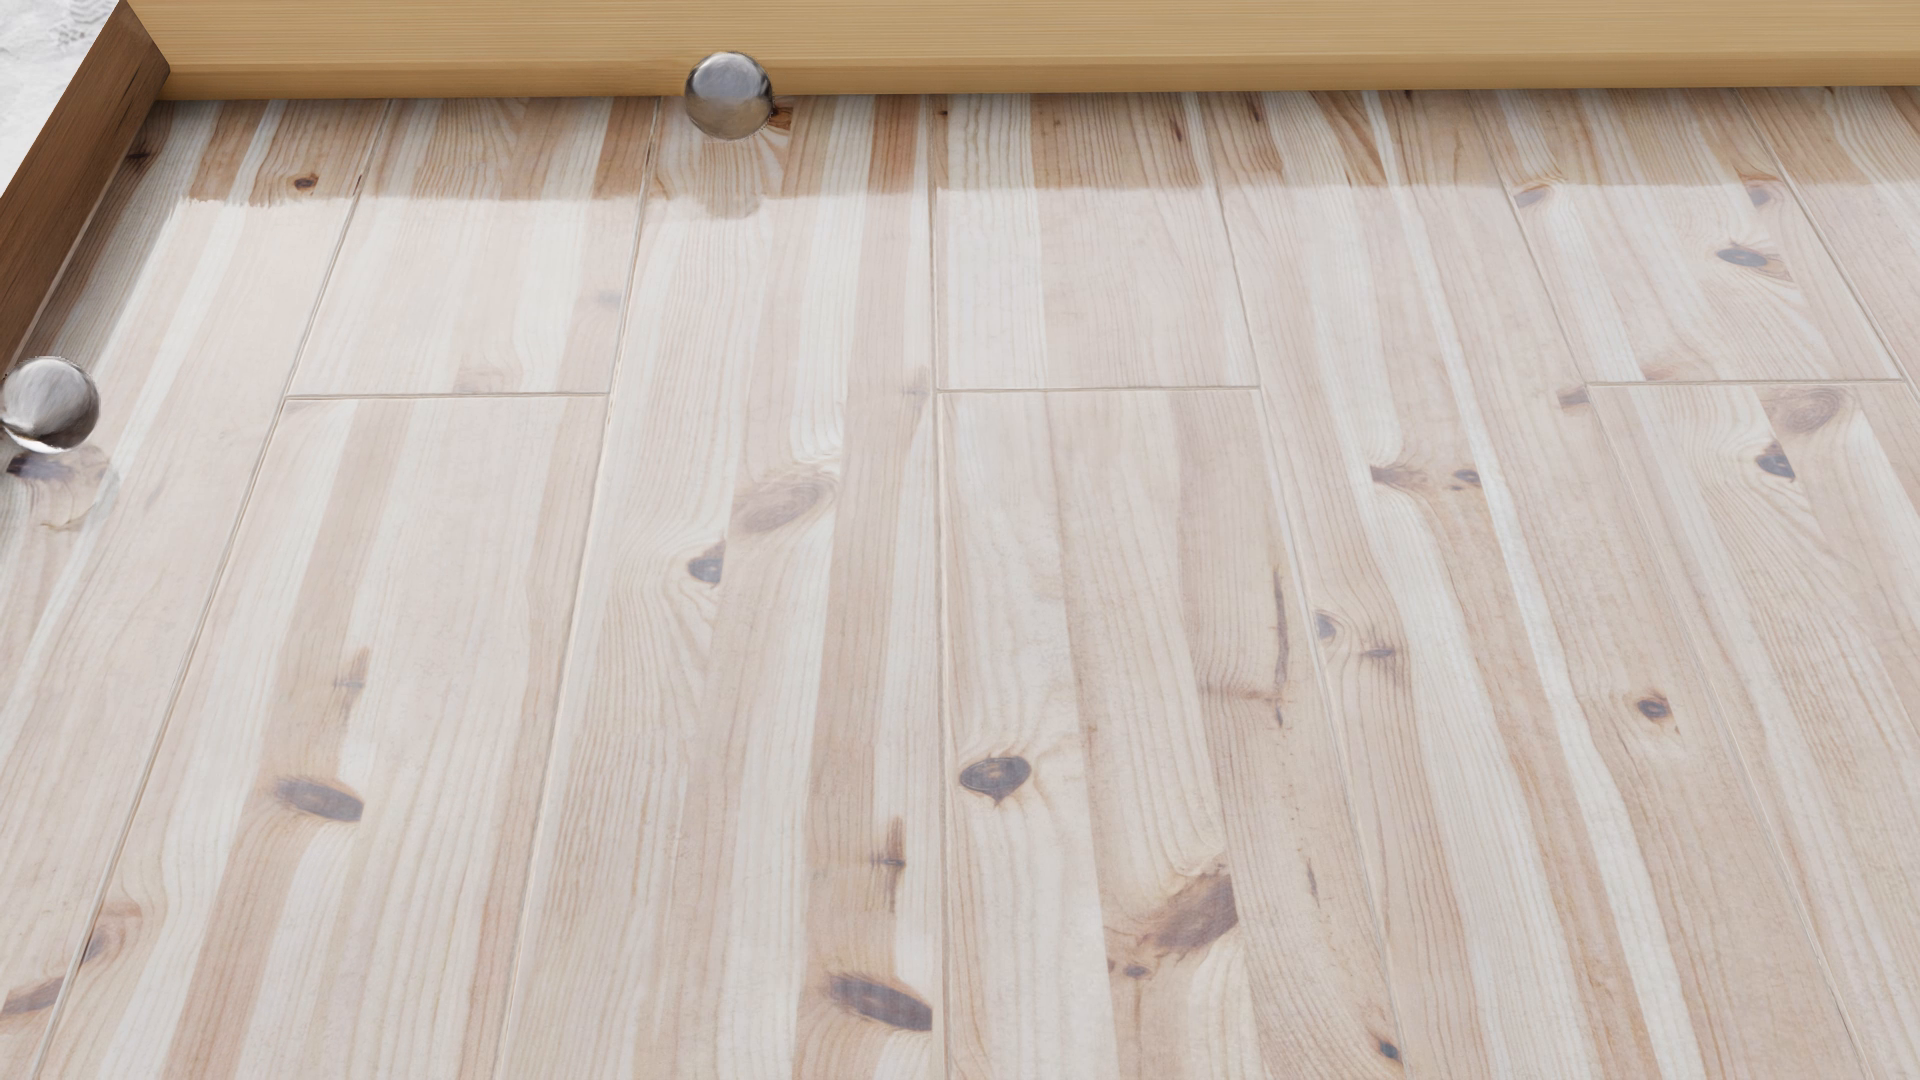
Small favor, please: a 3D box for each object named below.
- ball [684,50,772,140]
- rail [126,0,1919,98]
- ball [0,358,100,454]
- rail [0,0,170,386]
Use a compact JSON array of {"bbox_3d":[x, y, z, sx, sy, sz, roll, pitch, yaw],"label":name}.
[{"bbox_3d":[-0.207,-0.398,2.297,0.079,0.079,0.079,0,36,0],"label":"ball"},{"bbox_3d":[0.731,-0.455,2.355,2.982,0.103,0.045,-1,36,-1],"label":"rail"},{"bbox_3d":[-0.670,-0.099,1.888,0.071,0.071,0.071,0,36,0],"label":"ball"},{"bbox_3d":[-0.722,-0.009,1.734,0.045,0.103,1.520,-1,36,-1],"label":"rail"}]
